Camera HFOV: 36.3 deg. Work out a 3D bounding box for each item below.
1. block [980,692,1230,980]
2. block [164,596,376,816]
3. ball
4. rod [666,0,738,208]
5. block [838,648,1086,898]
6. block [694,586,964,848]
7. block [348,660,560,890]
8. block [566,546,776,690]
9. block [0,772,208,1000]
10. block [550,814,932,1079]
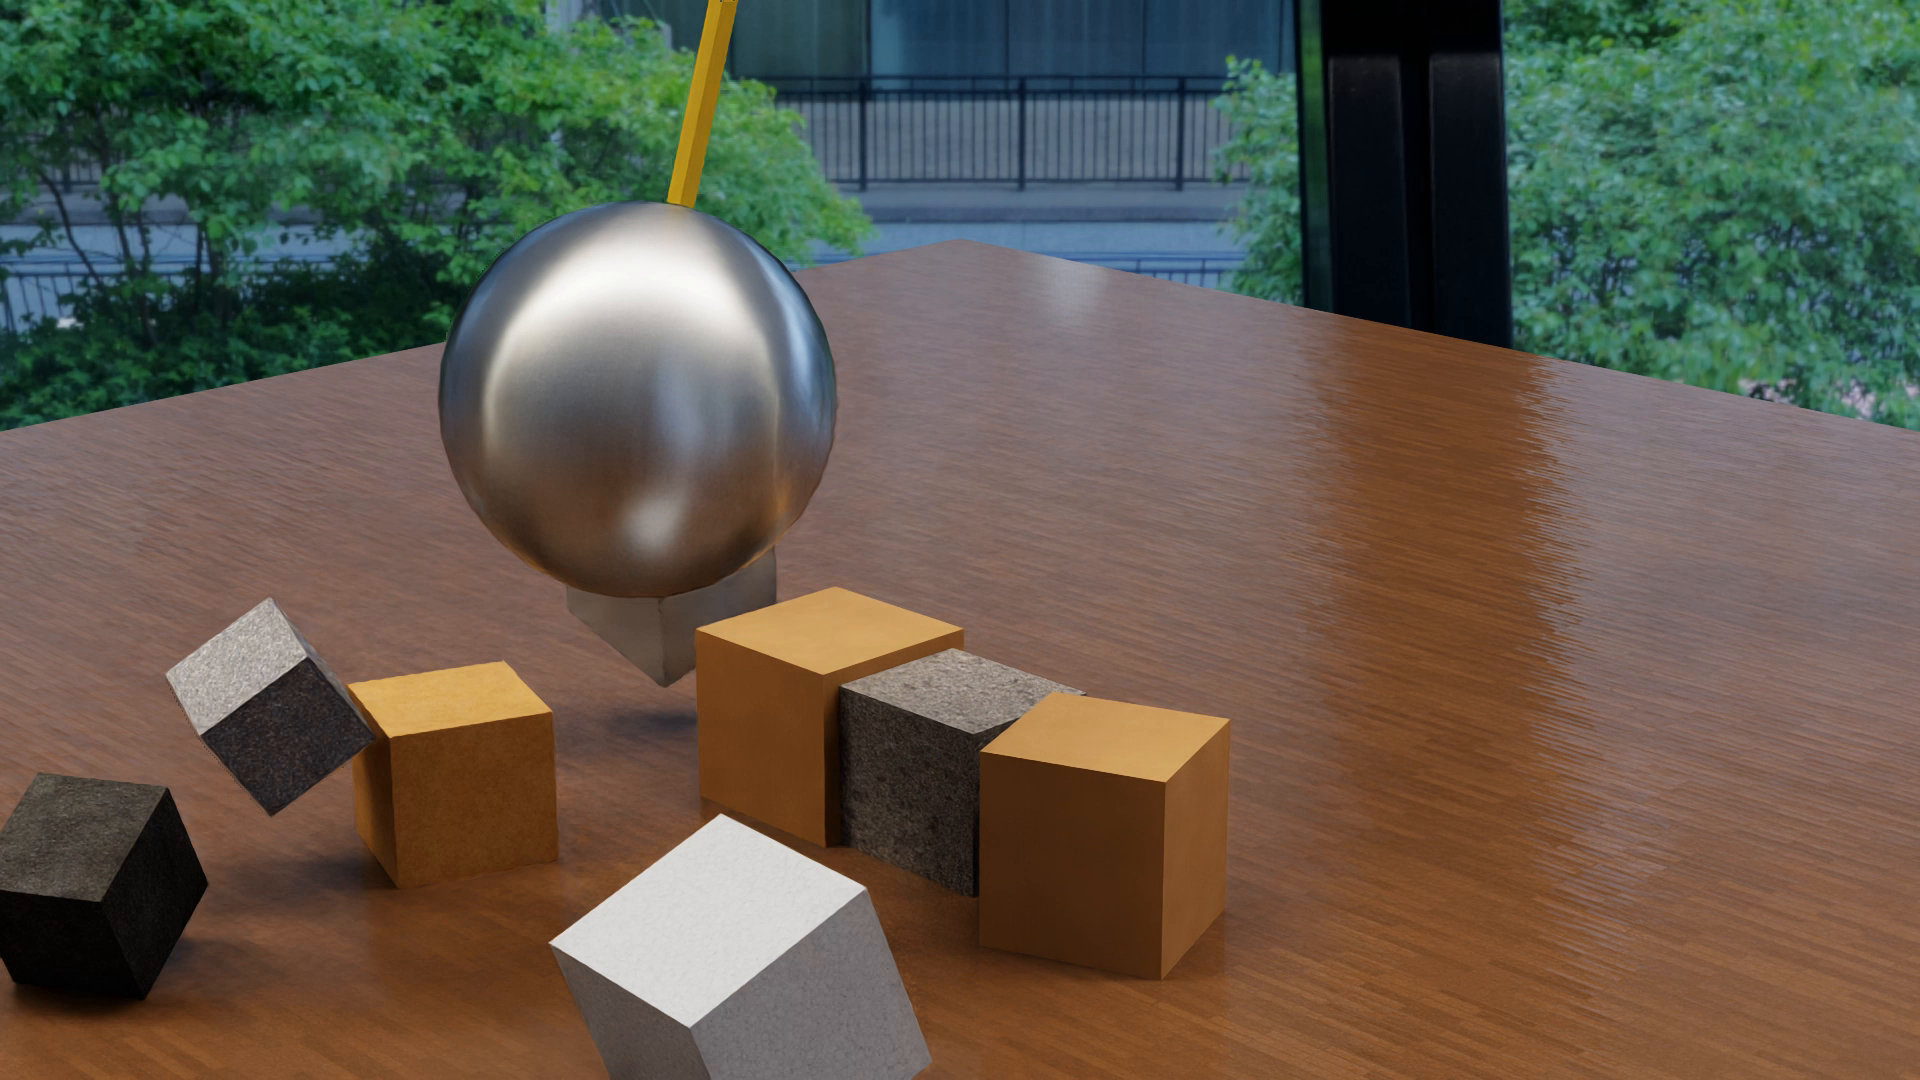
[{"bbox_3d":[0.634,1.272,12.788,0.843,0.904,0.801,8,19,23],"label":"block"},{"bbox_3d":[-3.071,0.739,13.065,0.571,0.563,0.592,-37,38,-8],"label":"block"},{"bbox_3d":[-1.293,-0.562,11.810,1.600,1.600,1.600,0,17,0],"label":"ball"},{"bbox_3d":[-0.560,-3.871,11.538,0.080,5.200,0.080,17,6,42],"label":"rod"},{"bbox_3d":[0.011,1.065,13.636,0.742,0.791,0.876,-17,24,-42],"label":"block"},{"bbox_3d":[-0.628,0.838,14.237,0.918,0.863,0.913,-17,24,-42],"label":"block"},{"bbox_3d":[-2.366,1.081,13.674,0.758,0.738,0.760,-8,19,-24],"label":"block"},{"bbox_3d":[-1.478,0.132,14.921,0.751,0.673,0.773,36,55,28],"label":"block"},{"bbox_3d":[-3.658,1.453,12.339,0.614,0.616,0.643,5,43,14],"label":"block"},{"bbox_3d":[-0.815,1.732,10.984,0.850,0.861,0.903,-36,34,-28],"label":"block"}]
